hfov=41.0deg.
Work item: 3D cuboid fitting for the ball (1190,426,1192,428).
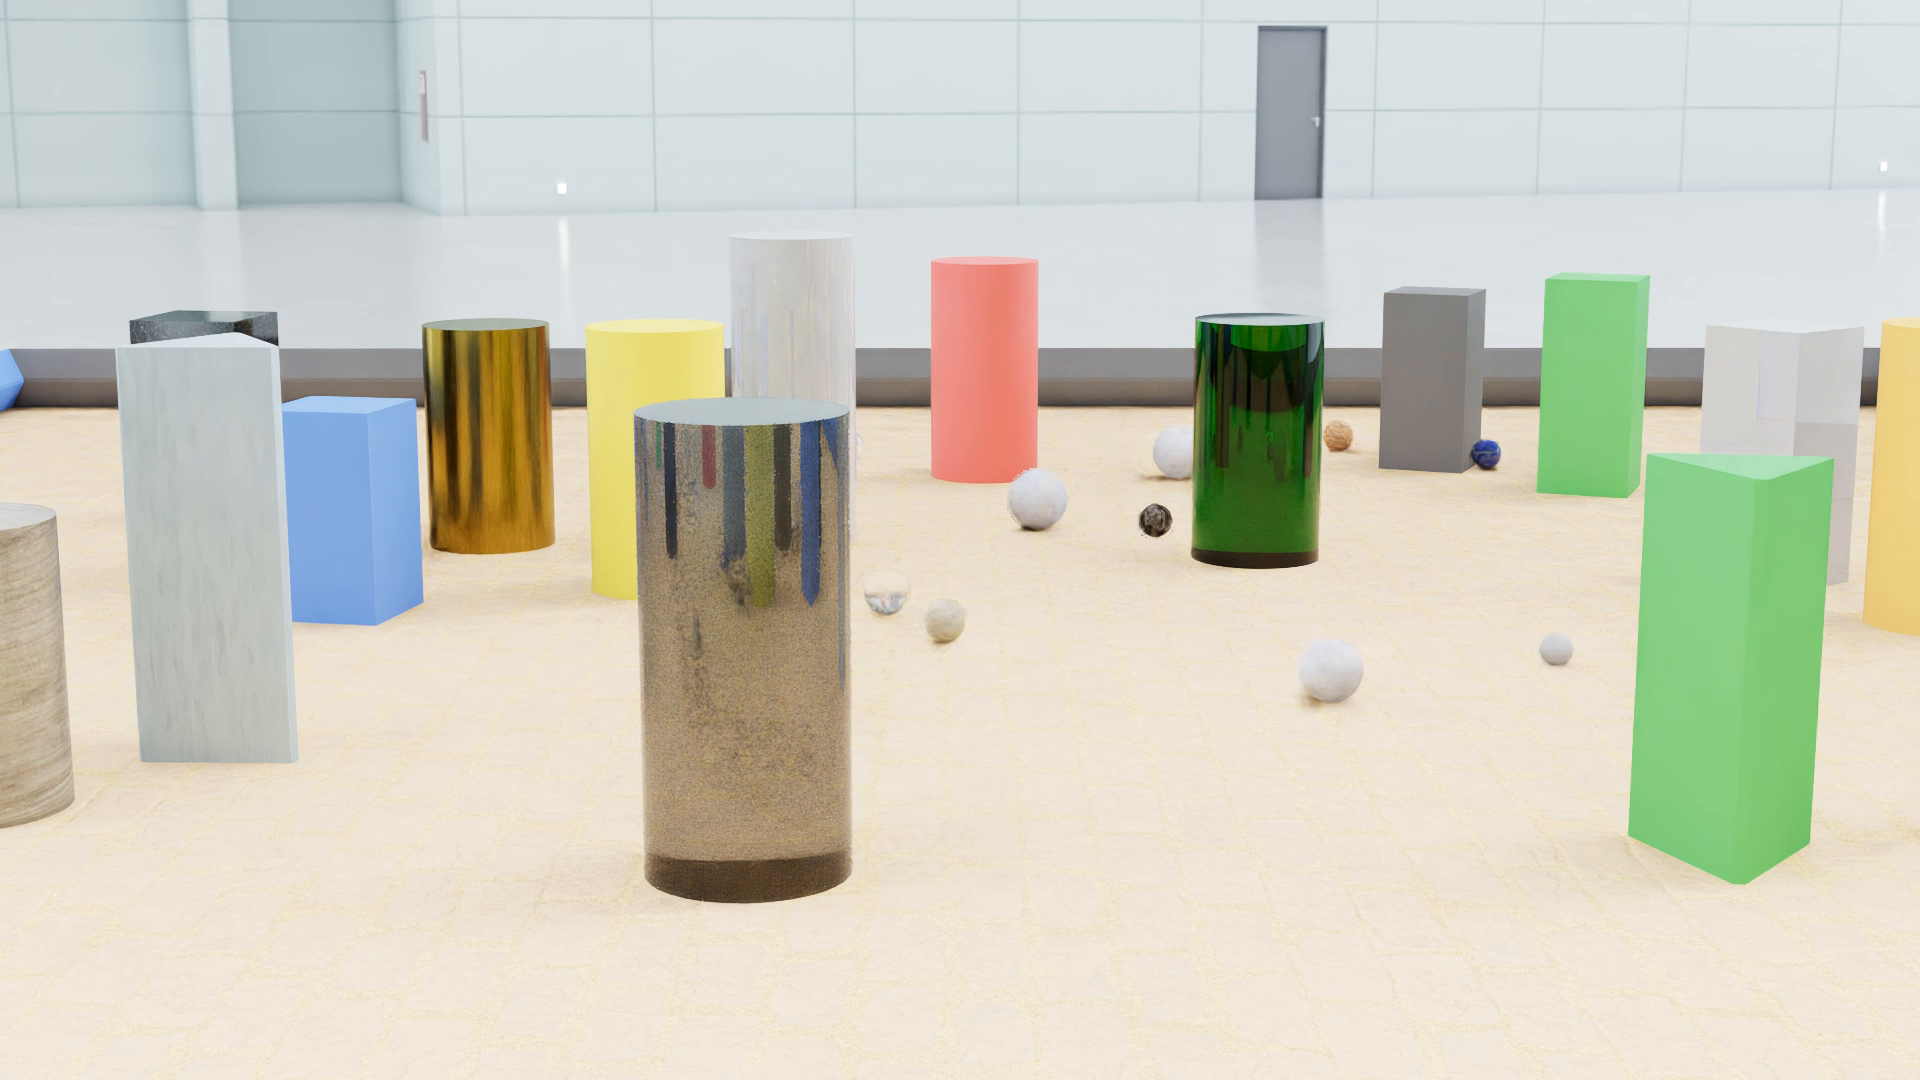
[{"bbox_3d":[0.446,-0.183,4.768,0.065,0.065,0.065,0,11,0],"label":"ball"}]

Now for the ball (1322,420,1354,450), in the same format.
[{"bbox_3d":[0.717,-0.198,4.868,0.058,0.058,0.058,0,11,0],"label":"ball"}]

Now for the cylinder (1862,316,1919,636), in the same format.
[{"bbox_3d":[1.288,-0.084,3.338,0.190,0.395,0.190,0,11,0],"label":"cylinder"}]

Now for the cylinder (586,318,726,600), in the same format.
[{"bbox_3d":[-0.422,-0.115,3.577,0.190,0.368,0.190,0,11,0],"label":"cylinder"}]

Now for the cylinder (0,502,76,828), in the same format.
[{"bbox_3d":[-0.978,0.122,2.519,0.190,0.290,0.190,0,11,0],"label":"cylinder"}]

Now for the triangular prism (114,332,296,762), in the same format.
[{"bbox_3d":[-0.782,0.005,2.736,0.165,0.439,0.143,0,11,1],"label":"triangular prism"}]

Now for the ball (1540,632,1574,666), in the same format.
[{"bbox_3d":[0.729,0.134,3.133,0.041,0.041,0.041,0,11,0],"label":"ball"}]

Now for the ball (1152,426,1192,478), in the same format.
[{"bbox_3d":[0.389,-0.156,4.539,0.095,0.095,0.095,0,11,0],"label":"ball"}]

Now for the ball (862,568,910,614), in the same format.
[{"bbox_3d":[-0.098,0.068,3.423,0.064,0.064,0.064,0,11,0],"label":"ball"}]

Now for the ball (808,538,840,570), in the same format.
[{"bbox_3d":[-0.198,0.020,3.732,0.046,0.046,0.046,0,11,0],"label":"ball"}]

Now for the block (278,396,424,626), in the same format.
[{"bbox_3d":[-0.823,-0.042,3.422,0.152,0.280,0.152,2,11,12],"label":"block"}]

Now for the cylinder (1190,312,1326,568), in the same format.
[{"bbox_3d":[0.440,-0.150,3.797,0.190,0.355,0.190,0,11,0],"label":"cylinder"}]

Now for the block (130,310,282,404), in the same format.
[{"bbox_3d":[-1.067,-0.133,3.659,0.152,0.373,0.152,1,11,8],"label":"block"}]

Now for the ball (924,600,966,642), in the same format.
[{"bbox_3d":[-0.019,0.103,3.264,0.054,0.054,0.054,0,11,0],"label":"ball"}]

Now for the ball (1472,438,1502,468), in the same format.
[{"bbox_3d":[0.956,-0.157,4.657,0.054,0.054,0.054,0,11,0],"label":"ball"}]

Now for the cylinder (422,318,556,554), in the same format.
[{"bbox_3d":[-0.717,-0.161,3.908,0.190,0.337,0.190,0,11,0],"label":"cylinder"}]

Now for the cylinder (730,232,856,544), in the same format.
[{"bbox_3d":[-0.254,-0.231,3.926,0.190,0.468,0.190,0,11,0],"label":"cylinder"}]

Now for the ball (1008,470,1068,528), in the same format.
[{"bbox_3d":[0.124,-0.064,4.053,0.094,0.094,0.094,0,11,0],"label":"ball"}]

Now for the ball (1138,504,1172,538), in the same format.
[{"bbox_3d":[0.290,-0.029,3.806,0.050,0.050,0.050,0,11,0],"label":"ball"}]

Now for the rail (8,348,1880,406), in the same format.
[{"bbox_3d":[-0.012,-0.345,5.471,4.038,0.124,0.045,0,11,0],"label":"rail"}]

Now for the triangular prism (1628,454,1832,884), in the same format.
[{"bbox_3d":[0.695,0.108,2.375,0.143,0.368,0.165,8,13,38],"label":"triangular prism"}]

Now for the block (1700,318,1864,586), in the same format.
[{"bbox_3d":[1.156,-0.122,3.626,0.152,0.363,0.152,-8,13,-37],"label":"block"}]

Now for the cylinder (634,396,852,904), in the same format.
[{"bbox_3d":[-0.193,0.094,2.305,0.190,0.423,0.190,0,11,0],"label":"cylinder"}]

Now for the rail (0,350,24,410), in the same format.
[{"bbox_3d":[-1.995,0.034,3.438,0.045,0.124,4.160,0,11,0],"label":"rail"}]

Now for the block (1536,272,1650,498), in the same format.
[{"bbox_3d":[1.087,-0.268,4.405,0.152,0.366,0.152,4,11,22],"label":"block"}]

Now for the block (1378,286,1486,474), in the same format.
[{"bbox_3d":[0.860,-0.294,4.671,0.152,0.319,0.152,5,11,23],"label":"block"}]

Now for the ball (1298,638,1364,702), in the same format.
[{"bbox_3d":[0.428,0.150,2.955,0.075,0.075,0.075,0,11,0],"label":"ball"}]

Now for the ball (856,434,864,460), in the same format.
[{"bbox_3d":[-0.207,-0.172,4.725,0.059,0.059,0.059,0,11,0],"label":"ball"}]

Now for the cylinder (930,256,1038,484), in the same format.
[{"bbox_3d":[0.043,-0.304,4.552,0.190,0.382,0.190,0,11,0],"label":"cylinder"}]

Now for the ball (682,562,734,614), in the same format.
[{"bbox_3d":[-0.336,0.064,3.429,0.070,0.070,0.070,0,11,0],"label":"ball"}]

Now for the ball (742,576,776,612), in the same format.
[{"bbox_3d":[-0.269,0.072,3.447,0.047,0.047,0.047,0,11,0],"label":"ball"}]
